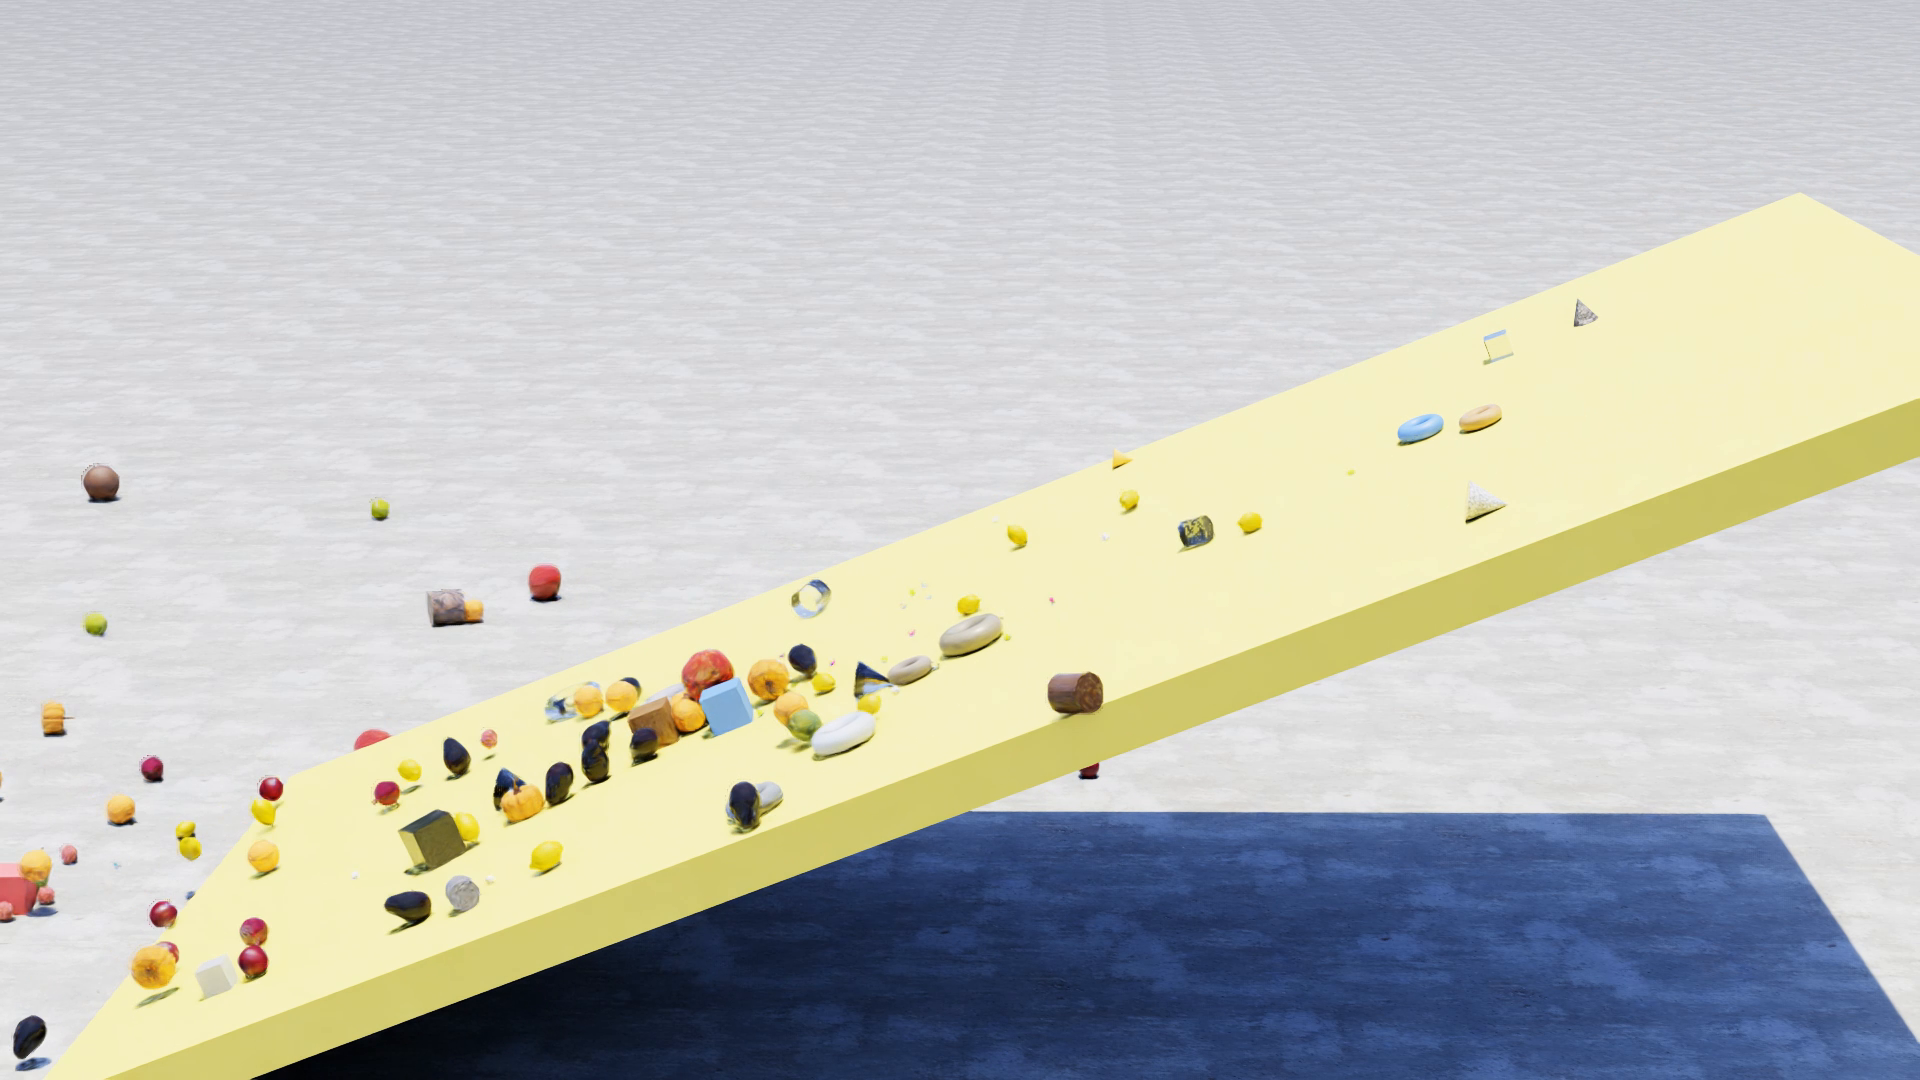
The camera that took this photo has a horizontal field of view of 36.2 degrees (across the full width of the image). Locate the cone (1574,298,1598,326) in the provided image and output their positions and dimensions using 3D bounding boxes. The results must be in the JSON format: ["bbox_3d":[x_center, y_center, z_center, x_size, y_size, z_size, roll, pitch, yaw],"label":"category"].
[{"bbox_3d":[1.395,-0.517,6.599,0.059,0.059,0.059,-22,12,5],"label":"cone"}]

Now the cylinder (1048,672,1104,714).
[{"bbox_3d":[0.208,0.274,5.283,0.073,0.073,0.073,-13,6,-42],"label":"cylinder"}]

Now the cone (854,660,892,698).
[{"bbox_3d":[-0.171,0.288,5.999,0.080,0.080,0.080,8,15,7],"label":"cone"}]

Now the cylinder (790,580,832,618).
[{"bbox_3d":[-0.348,0.138,6.890,0.070,0.070,0.070,7,26,27],"label":"cylinder"}]

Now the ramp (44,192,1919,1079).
[{"bbox_3d":[0.125,0.173,6.290,4.000,0.100,2.000,-21,12,7],"label":"ramp"}]

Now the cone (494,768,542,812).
[{"bbox_3d":[-0.934,0.539,6.275,0.096,0.096,0.096,7,15,9],"label":"cone"}]

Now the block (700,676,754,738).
[{"bbox_3d":[-0.490,0.351,6.190,0.084,0.084,0.084,-22,12,4],"label":"block"}]

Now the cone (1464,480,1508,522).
[{"bbox_3d":[0.981,-0.069,5.466,0.078,0.078,0.078,6,14,5],"label":"cone"}]

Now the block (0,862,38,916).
[{"bbox_3d":[-2.209,0.812,6.843,0.094,0.094,0.094,-1,14,-3],"label":"block"}]

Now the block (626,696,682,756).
[{"bbox_3d":[-0.652,0.397,6.283,0.084,0.084,0.084,-22,12,4],"label":"block"}]

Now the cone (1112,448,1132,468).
[{"bbox_3d":[0.395,-0.195,7.101,0.050,0.050,0.050,5,14,2],"label":"cone"}]

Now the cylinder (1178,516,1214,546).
[{"bbox_3d":[0.489,-0.019,6.088,0.055,0.055,0.055,-16,5,30],"label":"cylinder"}]

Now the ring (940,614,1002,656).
[{"bbox_3d":[0.022,0.195,6.032,0.140,0.047,0.140,-22,11,4],"label":"ring"}]

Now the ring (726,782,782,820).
[{"bbox_3d":[-0.386,0.490,5.512,0.114,0.038,0.114,-21,13,5],"label":"ring"}]

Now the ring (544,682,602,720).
[{"bbox_3d":[-0.910,0.378,6.919,0.145,0.048,0.145,-23,13,5],"label":"ring"}]

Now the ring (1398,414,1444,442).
[{"bbox_3d":[0.972,-0.236,6.209,0.102,0.034,0.102,-21,13,5],"label":"ring"}]

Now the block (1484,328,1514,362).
[{"bbox_3d":[1.209,-0.435,6.599,0.052,0.052,0.052,-20,12,14],"label":"block"}]

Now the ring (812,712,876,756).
[{"bbox_3d":[-0.225,0.375,5.702,0.134,0.045,0.134,-23,11,5],"label":"ring"}]

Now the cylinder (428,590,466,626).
[{"bbox_3d":[-1.615,0.213,9.241,0.100,0.100,0.100,-5,15,-20],"label":"cylinder"}]

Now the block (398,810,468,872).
[{"bbox_3d":[-1.091,0.622,6.085,0.090,0.090,0.090,-29,14,-28],"label":"block"}]

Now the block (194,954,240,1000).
[{"bbox_3d":[-1.468,0.862,5.810,0.057,0.057,0.057,-22,12,5],"label":"block"}]

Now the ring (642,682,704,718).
[{"bbox_3d":[-0.635,0.359,6.504,0.146,0.049,0.146,-21,13,5],"label":"ring"}]

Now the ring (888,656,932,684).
[{"bbox_3d":[-0.102,0.265,5.984,0.097,0.032,0.097,-22,11,4],"label":"ring"}]

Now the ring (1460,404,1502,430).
[{"bbox_3d":[1.079,-0.253,6.097,0.094,0.031,0.094,-22,11,4],"label":"ring"}]
